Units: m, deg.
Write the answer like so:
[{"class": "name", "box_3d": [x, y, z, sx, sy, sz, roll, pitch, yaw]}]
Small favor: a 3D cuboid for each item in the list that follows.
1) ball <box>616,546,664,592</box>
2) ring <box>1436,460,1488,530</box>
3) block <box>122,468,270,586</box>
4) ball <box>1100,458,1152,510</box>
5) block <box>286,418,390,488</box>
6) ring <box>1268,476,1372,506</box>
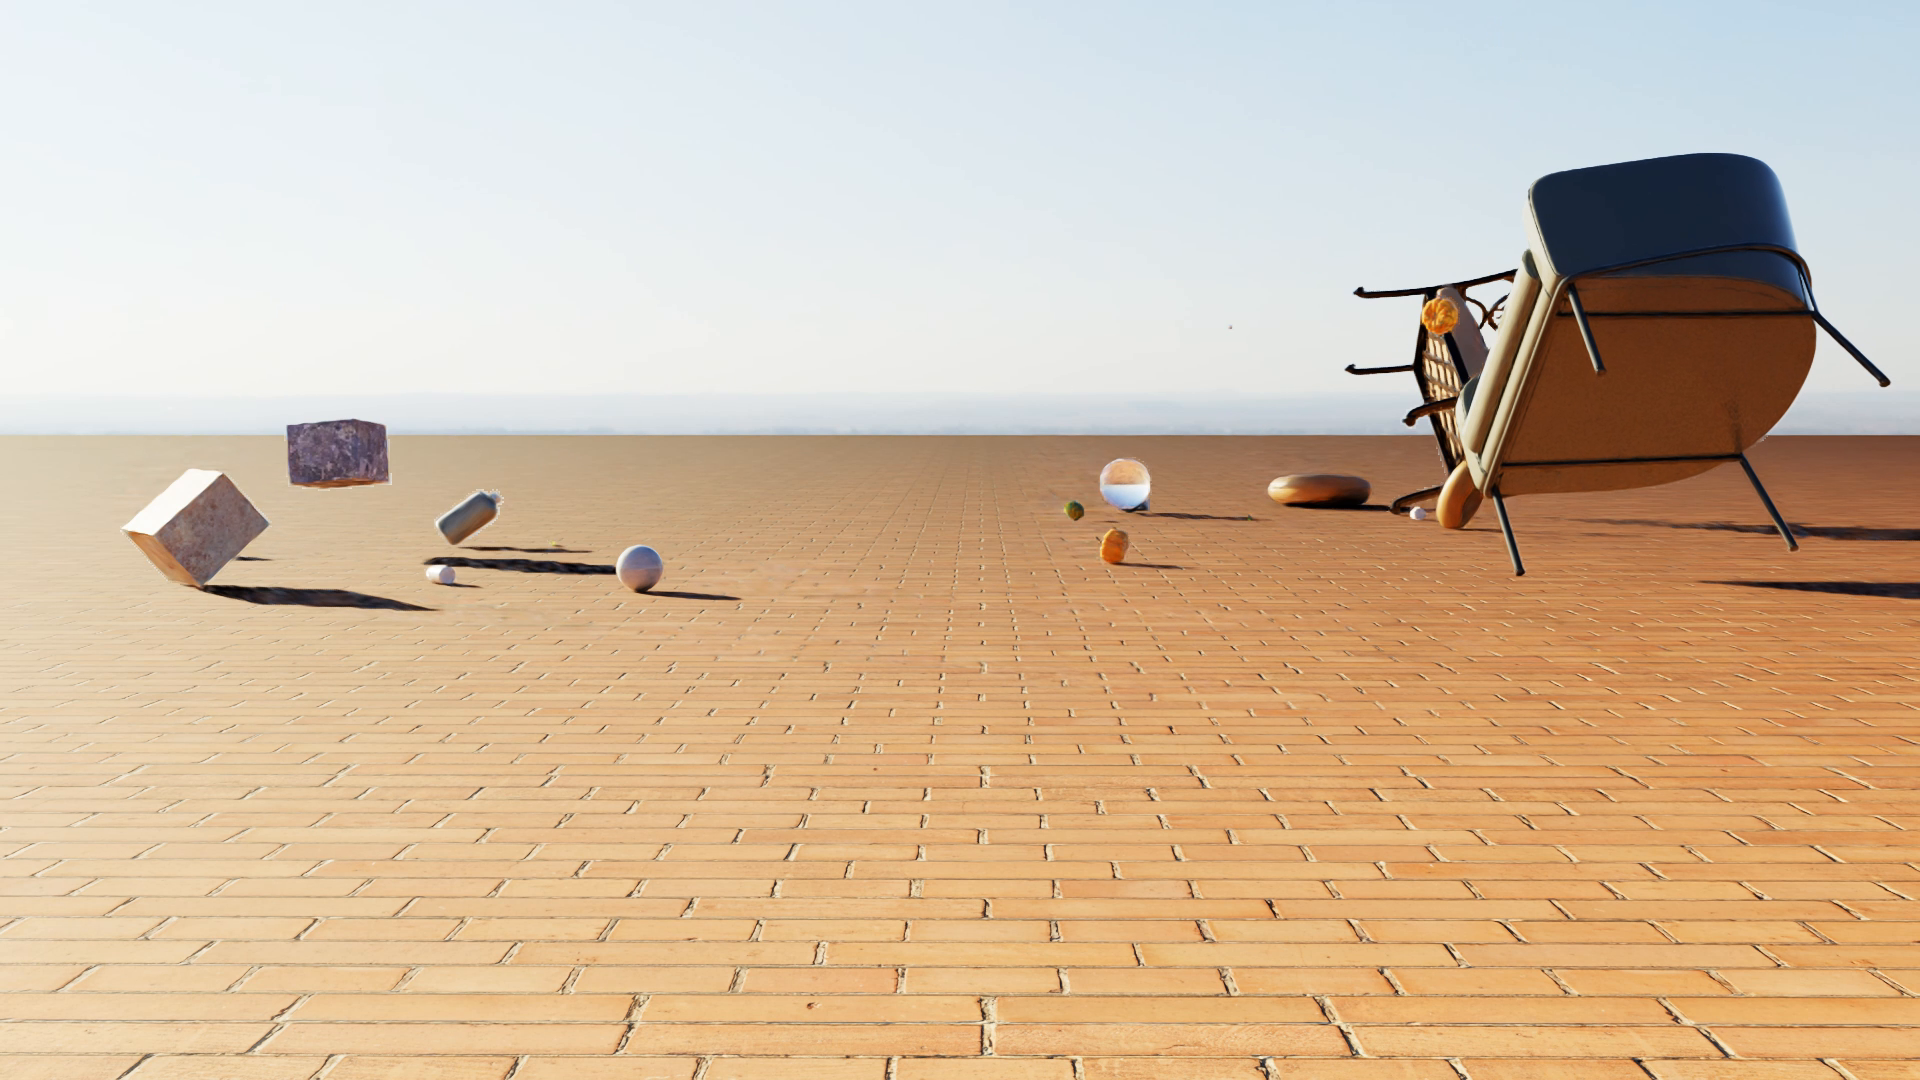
[{"class": "ball", "box_3d": [-0.710, 0.063, 4.878, 0.103, 0.103, 0.103, 0, 4, 0]}, {"class": "ring", "box_3d": [1.611, -0.146, 7.046, 0.161, 0.249, 0.088, -7, 35, -45]}, {"class": "block", "box_3d": [-1.741, -0.030, 5.007, 0.206, 0.159, 0.238, -48, 29, -24]}, {"class": "ball", "box_3d": [0.594, -0.202, 7.915, 0.186, 0.186, 0.186, 0, 4, 0]}, {"class": "block", "box_3d": [-1.719, -0.238, 6.082, 0.200, 0.162, 0.193, -5, -3, 11]}, {"class": "ring", "box_3d": [1.379, -0.189, 8.426, 0.373, 0.105, 0.441, 2, -1, -22]}]
